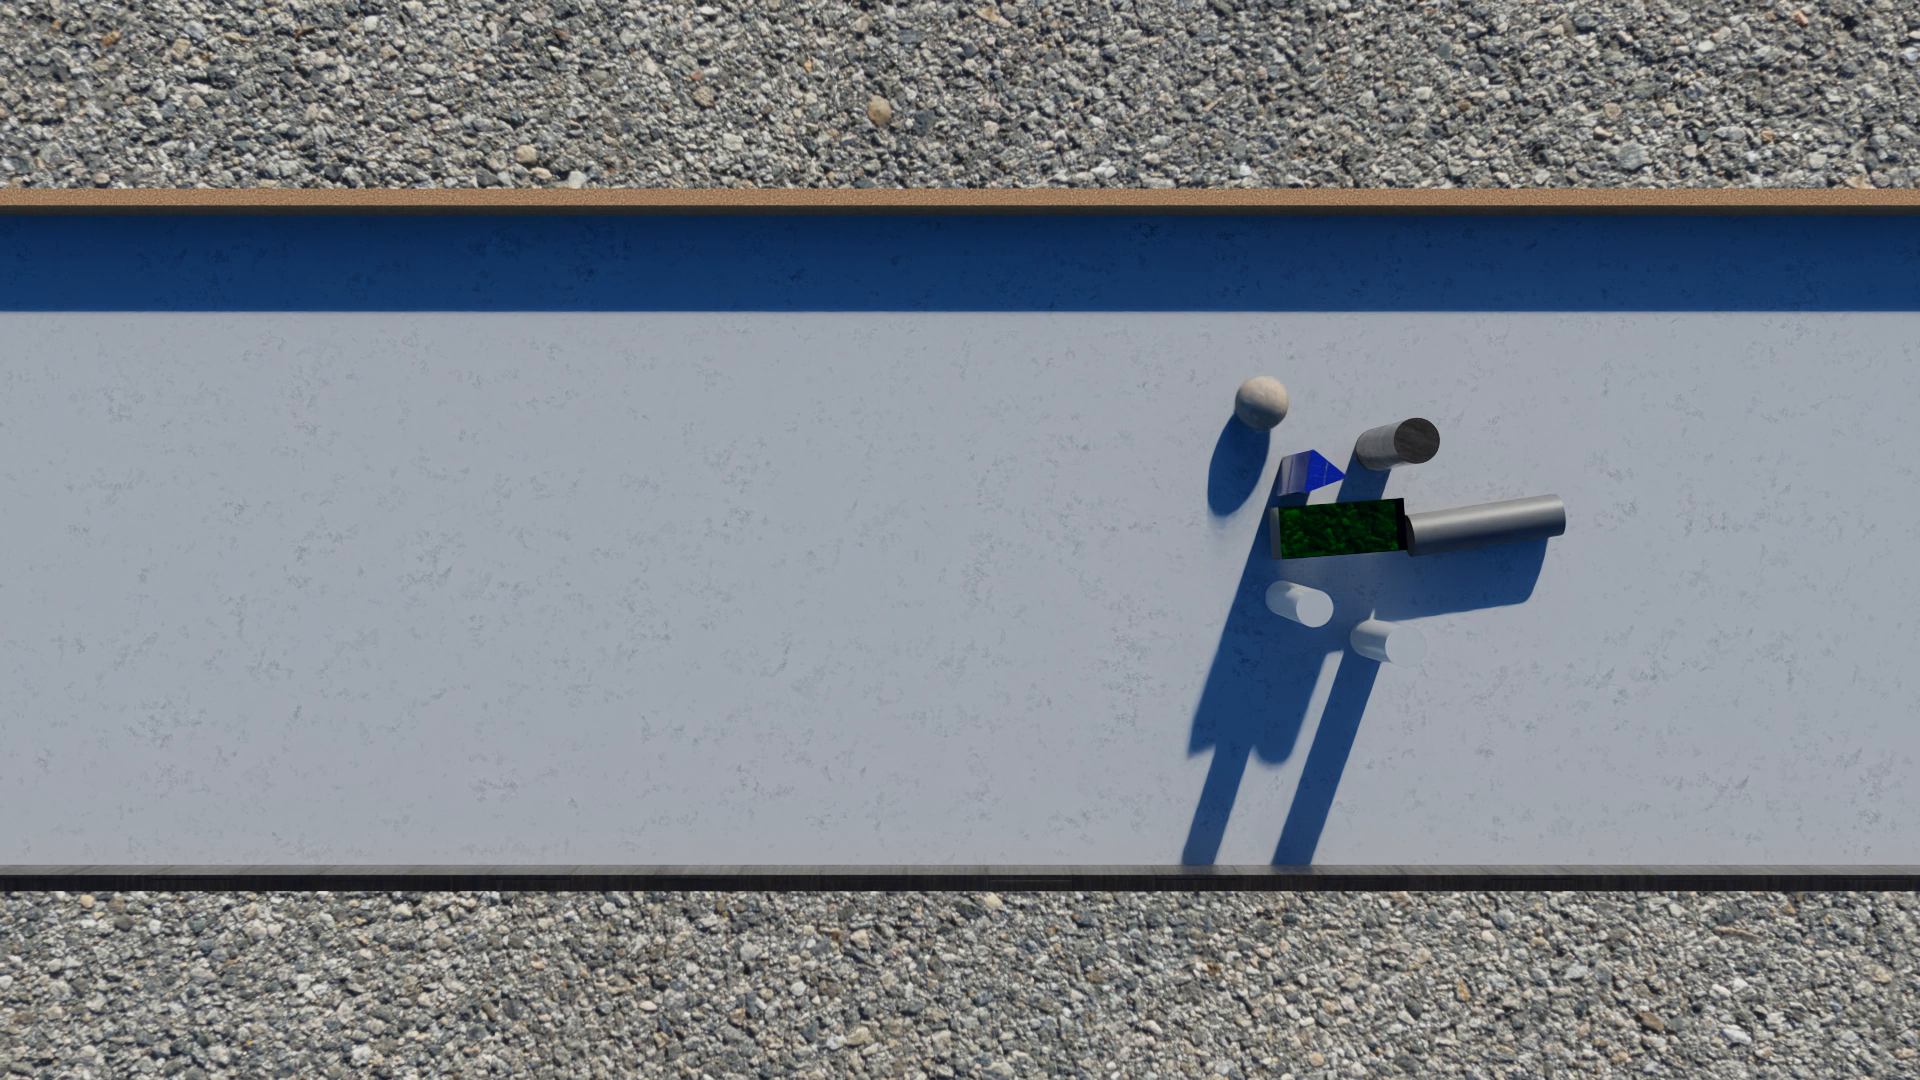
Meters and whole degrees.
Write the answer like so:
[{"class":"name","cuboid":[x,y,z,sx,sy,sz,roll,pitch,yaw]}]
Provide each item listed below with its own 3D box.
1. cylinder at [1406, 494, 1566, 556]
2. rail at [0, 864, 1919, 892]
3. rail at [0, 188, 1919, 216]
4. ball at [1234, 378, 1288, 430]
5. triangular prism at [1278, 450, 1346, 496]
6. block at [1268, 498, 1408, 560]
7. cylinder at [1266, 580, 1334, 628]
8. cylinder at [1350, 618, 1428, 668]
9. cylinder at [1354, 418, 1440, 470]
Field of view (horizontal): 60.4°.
[{"class":"cylinder","cuboid":[1.590,-0.045,5.012,0.457,0.129,0.129,-8,90,0]},{"class":"rail","cuboid":[-2.247,1.025,5.001,12.000,0.150,0.050,0,90,0]},{"class":"rail","cuboid":[-2.247,-1.025,5.002,12.000,0.150,0.050,0,90,0]},{"class":"ball","cuboid":[0.914,-0.412,4.996,0.161,0.161,0.161,0,90,0]},{"class":"triangular prism","cuboid":[1.016,-0.207,4.875,0.122,0.402,0.106,-21,90,0]},{"class":"block","cuboid":[1.142,-0.034,4.998,0.376,0.156,0.156,-4,90,0]},{"class":"cylinder","cuboid":[0.999,0.186,4.877,0.106,0.392,0.106,0,93,-2]},{"class":"cylinder","cuboid":[1.260,0.301,4.867,0.119,0.419,0.119,0,90,0]},{"class":"cylinder","cuboid":[1.280,-0.278,4.849,0.130,0.456,0.130,0,90,0]}]
